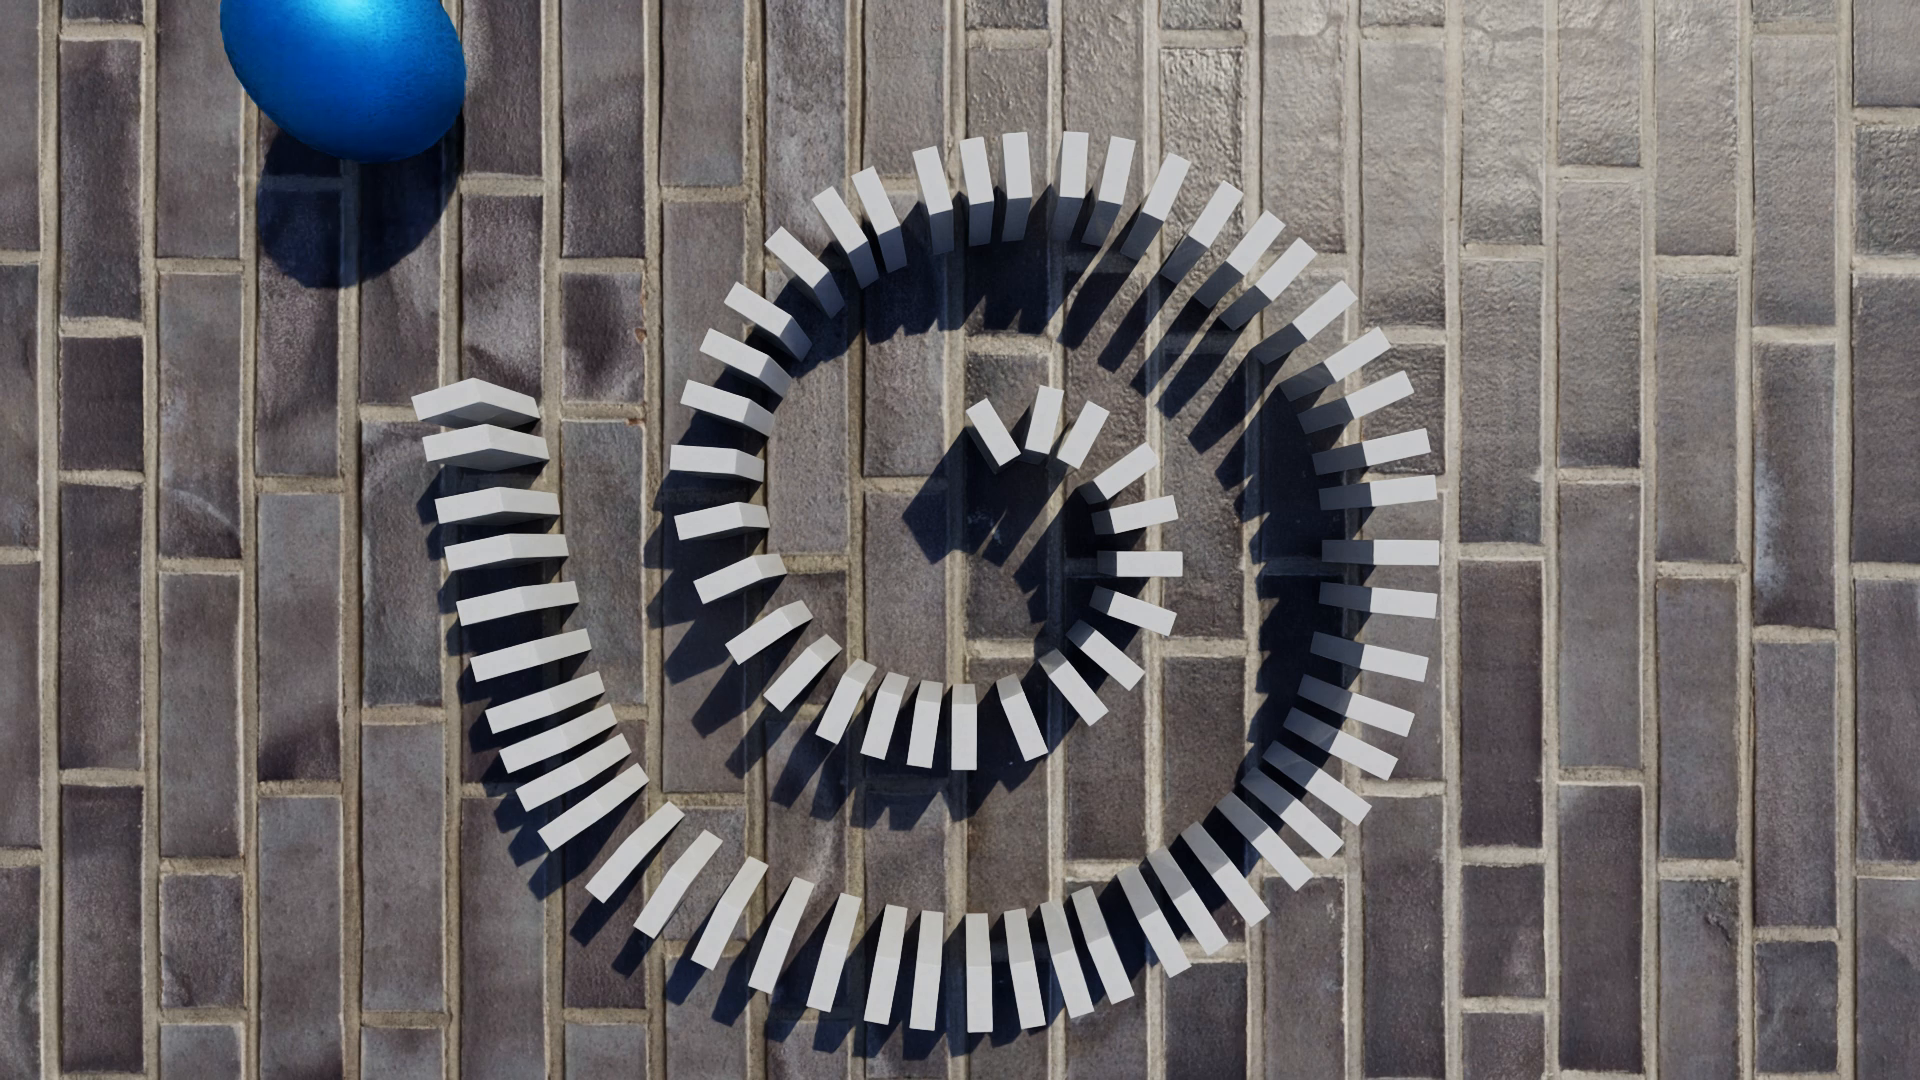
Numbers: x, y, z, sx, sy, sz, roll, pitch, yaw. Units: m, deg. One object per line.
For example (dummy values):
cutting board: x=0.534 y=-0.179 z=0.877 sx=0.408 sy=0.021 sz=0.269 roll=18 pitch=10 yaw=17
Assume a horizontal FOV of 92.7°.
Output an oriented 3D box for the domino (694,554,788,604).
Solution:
domino: x=-0.089 y=0.015 z=0.375 sx=0.025 sy=0.050 sz=0.009 roll=-23 pitch=90 yaw=0

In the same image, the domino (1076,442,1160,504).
domino: x=0.064 y=-0.026 z=0.375 sx=0.025 sy=0.050 sz=0.010 roll=-35 pitch=90 yaw=0

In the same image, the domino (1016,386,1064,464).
domino: x=0.032 y=-0.046 z=0.375 sx=0.009 sy=0.050 sz=0.025 roll=13 pitch=90 yaw=0

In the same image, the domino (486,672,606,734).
domino: x=-0.168 y=0.066 z=0.375 sx=0.025 sy=0.050 sz=0.009 roll=-19 pitch=90 yaw=0

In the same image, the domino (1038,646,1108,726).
domino: x=0.045 y=0.059 z=0.375 sx=0.010 sy=0.050 sz=0.025 roll=-39 pitch=90 yaw=0

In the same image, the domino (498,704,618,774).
domino: x=-0.163 y=0.080 z=0.375 sx=0.025 sy=0.050 sz=0.009 roll=-22 pitch=90 yaw=0

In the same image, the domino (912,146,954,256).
domino: x=-0.010 y=-0.137 z=0.375 sx=0.010 sy=0.050 sz=0.025 roll=-15 pitch=90 yaw=0

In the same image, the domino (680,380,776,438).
domino: x=-0.094 y=-0.053 z=0.375 sx=0.025 sy=0.050 sz=0.010 roll=18 pitch=90 yaw=0

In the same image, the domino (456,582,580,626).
domino: x=-0.179 y=0.025 z=0.375 sx=0.025 sy=0.050 sz=0.010 roll=-13 pitch=90 yaw=0

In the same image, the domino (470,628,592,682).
domino: x=-0.174 y=0.046 z=0.375 sx=0.025 sy=0.050 sz=0.010 roll=-15 pitch=90 yaw=0

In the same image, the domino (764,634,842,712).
domino: x=-0.063 y=0.053 z=0.375 sx=0.009 sy=0.050 sz=0.025 roll=43 pitch=90 yaw=0

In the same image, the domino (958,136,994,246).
domino: x=0.006 y=-0.141 z=0.375 sx=0.009 sy=0.050 sz=0.025 roll=-10 pitch=90 yaw=0

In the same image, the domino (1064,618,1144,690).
domino: x=0.058 y=0.046 z=0.375 sx=0.025 sy=0.050 sz=0.010 roll=41 pitch=90 yaw=0

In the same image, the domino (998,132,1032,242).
domino: x=0.022 y=-0.143 z=0.375 sx=0.010 sy=0.050 sz=0.025 roll=-5 pitch=90 yaw=0

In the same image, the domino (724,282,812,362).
domino: x=-0.077 y=-0.088 z=0.375 sx=0.025 sy=0.050 sz=0.010 roll=32 pitch=90 yaw=0

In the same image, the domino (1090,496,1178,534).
domino: x=0.070 y=-0.010 z=0.375 sx=0.025 sy=0.050 sz=0.010 roll=-13 pitch=90 yaw=0

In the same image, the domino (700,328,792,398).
domino: x=-0.086 y=-0.071 z=0.375 sx=0.025 sy=0.050 sz=0.010 roll=25 pitch=90 yaw=0

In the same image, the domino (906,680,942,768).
domino: x=-0.014 y=0.074 z=0.375 sx=0.010 sy=0.050 sz=0.025 roll=8 pitch=90 yaw=0

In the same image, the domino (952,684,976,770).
domino: x=0.002 y=0.075 z=0.375 sx=0.010 sy=0.050 sz=0.025 roll=0 pitch=90 yaw=0

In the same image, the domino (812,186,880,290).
domino: x=-0.046 y=-0.122 z=0.375 sx=0.009 sy=0.050 sz=0.025 roll=-33 pitch=90 yaw=0

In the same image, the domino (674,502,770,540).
domino: x=-0.096 y=-0.007 z=0.375 sx=0.025 sy=0.050 sz=0.010 roll=-13 pitch=90 yaw=0

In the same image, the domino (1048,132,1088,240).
domino: x=0.044 y=-0.143 z=0.375 sx=0.010 sy=0.050 sz=0.025 roll=4 pitch=90 yaw=0

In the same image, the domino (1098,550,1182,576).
domino: x=0.072 y=0.009 z=0.375 sx=0.025 sy=0.050 sz=0.009 roll=0 pitch=90 yaw=0

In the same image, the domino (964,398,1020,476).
domino: x=0.013 y=-0.041 z=0.375 sx=0.010 sy=0.050 sz=0.025 roll=-32 pitch=90 yaw=0

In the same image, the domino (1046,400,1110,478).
domino: x=0.047 y=-0.040 z=0.375 sx=0.009 sy=0.050 sz=0.025 roll=28 pitch=90 yaw=0

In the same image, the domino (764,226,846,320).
domino: x=-0.062 y=-0.108 z=0.375 sx=0.025 sy=0.050 sz=0.010 roll=43 pitch=90 yaw=0

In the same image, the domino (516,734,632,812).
domino: x=-0.157 y=0.094 z=0.375 sx=0.025 sy=0.050 sz=0.010 roll=-27 pitch=90 yaw=0

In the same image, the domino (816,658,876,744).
domino: x=-0.046 y=0.065 z=0.375 sx=0.009 sy=0.050 sz=0.025 roll=25 pitch=90 yaw=0

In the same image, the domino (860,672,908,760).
domino: x=-0.030 y=0.071 z=0.375 sx=0.009 sy=0.050 sz=0.025 roll=16 pitch=90 yaw=0

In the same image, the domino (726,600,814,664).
domino: x=-0.077 y=0.037 z=0.375 sx=0.025 sy=0.050 sz=0.009 roll=-34 pitch=90 yaw=0

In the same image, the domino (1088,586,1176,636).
domino: x=0.070 y=0.028 z=0.375 sx=0.025 sy=0.050 sz=0.010 roll=20 pitch=90 yaw=0

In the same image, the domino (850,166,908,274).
domino: x=-0.032 y=-0.130 z=0.375 sx=0.009 sy=0.050 sz=0.025 roll=-24 pitch=90 yaw=0

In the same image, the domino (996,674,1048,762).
domino: x=0.025 y=0.071 z=0.375 sx=0.009 sy=0.050 sz=0.025 roll=-22 pitch=90 yaw=0

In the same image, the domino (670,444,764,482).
domino: x=-0.098 y=-0.031 z=0.375 sx=0.025 sy=0.050 sz=0.009 roll=4 pitch=90 yaw=0

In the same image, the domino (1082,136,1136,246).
domino: x=0.060 y=-0.141 z=0.375 sx=0.010 sy=0.050 sz=0.025 roll=12 pitch=90 yaw=0

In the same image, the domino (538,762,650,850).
domino: x=-0.148 y=0.108 z=0.375 sx=0.025 sy=0.050 sz=0.009 roll=-34 pitch=90 yaw=0
